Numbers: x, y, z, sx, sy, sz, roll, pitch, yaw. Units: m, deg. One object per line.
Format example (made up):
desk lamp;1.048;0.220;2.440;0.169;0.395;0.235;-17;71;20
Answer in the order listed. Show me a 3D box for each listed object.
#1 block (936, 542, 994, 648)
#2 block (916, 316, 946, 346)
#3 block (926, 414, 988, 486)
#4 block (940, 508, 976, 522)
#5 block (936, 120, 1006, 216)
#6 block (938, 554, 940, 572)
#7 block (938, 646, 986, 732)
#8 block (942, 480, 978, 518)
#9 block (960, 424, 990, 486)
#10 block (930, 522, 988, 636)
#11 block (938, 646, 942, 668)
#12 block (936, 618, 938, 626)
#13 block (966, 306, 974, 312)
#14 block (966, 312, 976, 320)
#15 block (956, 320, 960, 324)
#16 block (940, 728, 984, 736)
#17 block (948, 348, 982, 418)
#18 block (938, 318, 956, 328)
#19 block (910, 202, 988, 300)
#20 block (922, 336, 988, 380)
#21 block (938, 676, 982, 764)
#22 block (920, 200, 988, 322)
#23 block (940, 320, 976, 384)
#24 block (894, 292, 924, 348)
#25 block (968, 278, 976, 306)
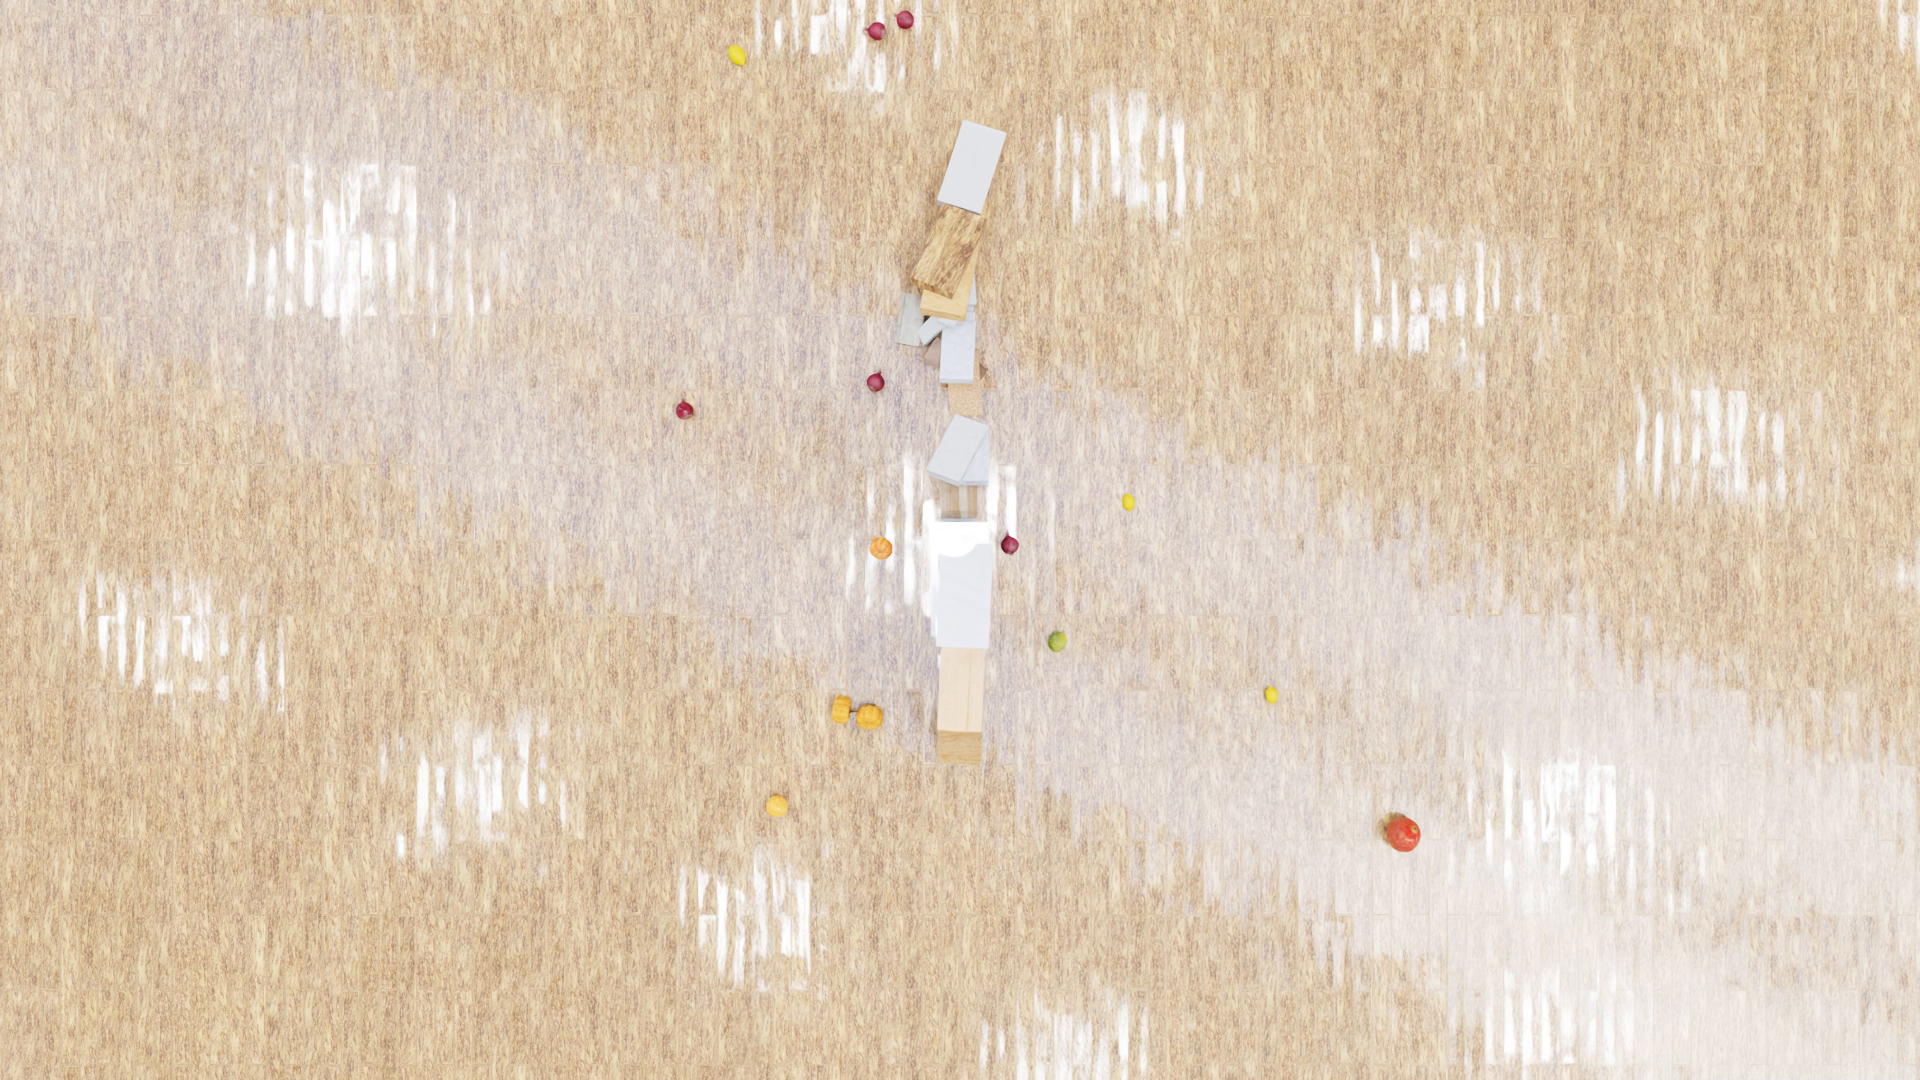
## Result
block;0.013;0.159;4.772;0.151;0.043;0.302;3;90;0
block;-0.094;-0.696;5.425;0.113;0.016;0.056;-40;70;43
block;-0.008;-0.295;5.406;0.117;0.033;0.234;21;63;11
block;-0.005;-0.066;5.383;0.117;0.234;0.033;0;105;0
block;0.038;-1.226;5.447;0.149;0.042;0.299;17;78;0
block;0.010;0.068;4.945;0.151;0.302;0.043;0;92;0
block;0.004;0.436;4.909;0.131;0.037;0.262;3;89;0
block;-0.002;-0.164;5.405;0.117;0.234;0.033;0;135;0
block;0.041;-0.280;5.434;0.108;0.031;0.216;0;61;0
block;-0.001;0.122;5.121;0.177;0.050;0.354;0;90;0
block;-0.001;0.363;5.143;0.131;0.428;0.037;1;90;0
block;0.004;0.260;4.945;0.151;0.301;0.043;1;88;0
block;-0.001;-0.782;5.487;0.093;0.026;0.185;0;90;0
block;0.004;-0.661;5.467;0.093;0.026;0.185;-1;103;0
block;-0.017;-0.766;5.403;0.056;0.016;0.113;9;84;1
block;0.002;0.549;5.059;0.131;0.262;0.037;-4;95;0
block;0.014;-0.518;5.450;0.108;0.031;0.216;-5;109;1
block;-0.030;-0.751;5.372;0.056;0.016;0.113;13;70;1
block;-0.037;-0.940;5.363;0.149;0.042;0.299;22;70;4
block;-0.015;-0.585;5.456;0.203;0.024;0.084;31;106;-10
block;0.001;0.569;5.210;0.135;0.038;0.271;0;90;0
block;-0.019;-0.928;5.405;0.149;0.042;0.435;11;70;0
block;-0.006;-0.616;5.385;0.108;0.031;0.216;1;68;4
block;-0.163;-0.732;5.488;0.084;0.024;0.168;10;90;0
block;0.003;-0.866;5.460;0.093;0.026;0.185;-3;84;0
